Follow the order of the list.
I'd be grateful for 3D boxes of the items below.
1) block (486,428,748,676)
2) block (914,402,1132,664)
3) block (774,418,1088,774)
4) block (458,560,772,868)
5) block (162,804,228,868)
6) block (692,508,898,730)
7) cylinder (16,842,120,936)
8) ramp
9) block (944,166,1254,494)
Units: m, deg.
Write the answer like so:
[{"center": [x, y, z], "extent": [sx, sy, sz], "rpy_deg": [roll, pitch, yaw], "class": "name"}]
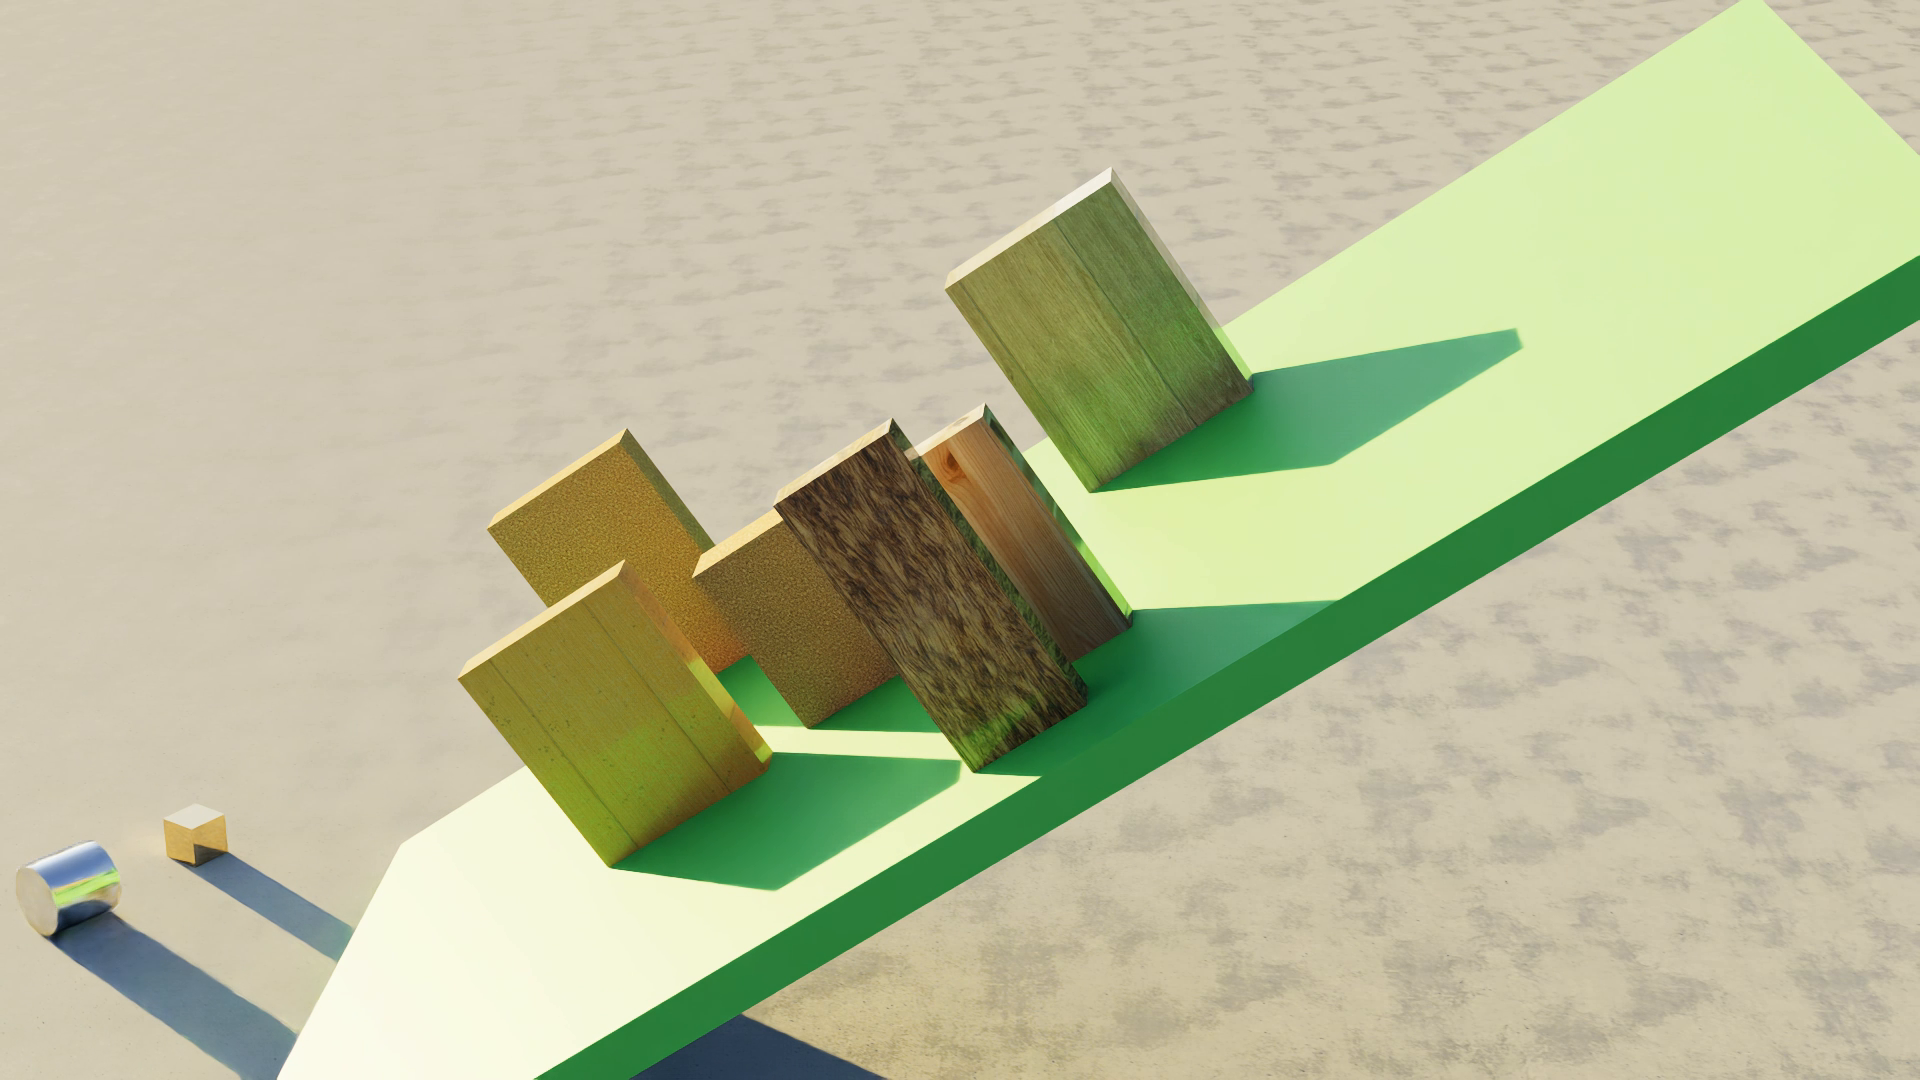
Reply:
[{"center": [-0.804, 0.091, 7.219], "extent": [0.408, 0.617, 0.106], "rpy_deg": [-32, 16, 15], "class": "block"}, {"center": [0.013, 0.063, 5.728], "extent": [0.435, 0.514, 0.085], "rpy_deg": [-32, 16, 15], "class": "block"}, {"center": [-0.050, 0.108, 5.477], "extent": [0.260, 0.646, 0.082], "rpy_deg": [-32, 16, 15], "class": "block"}, {"center": [-0.744, 0.381, 6.371], "extent": [0.435, 0.541, 0.097], "rpy_deg": [-32, 16, 15], "class": "block"}, {"center": [-2.036, 0.787, 7.835], "extent": [0.113, 0.113, 0.113], "rpy_deg": [14, 25, 33], "class": "block"}, {"center": [-0.308, 0.136, 6.375], "extent": [0.344, 0.426, 0.134], "rpy_deg": [-32, 16, 15], "class": "block"}, {"center": [-2.267, 0.885, 7.477], "extent": [0.186, 0.186, 0.186], "rpy_deg": [17, 27, 37], "class": "cylinder"}, {"center": [0.137, 0.173, 6.303], "extent": [4.000, 0.100, 2.000], "rpy_deg": [-32, 16, 15], "class": "ramp"}, {"center": [0.312, -0.462, 6.534], "extent": [0.438, 0.572, 0.132], "rpy_deg": [-32, 16, 15], "class": "block"}]
